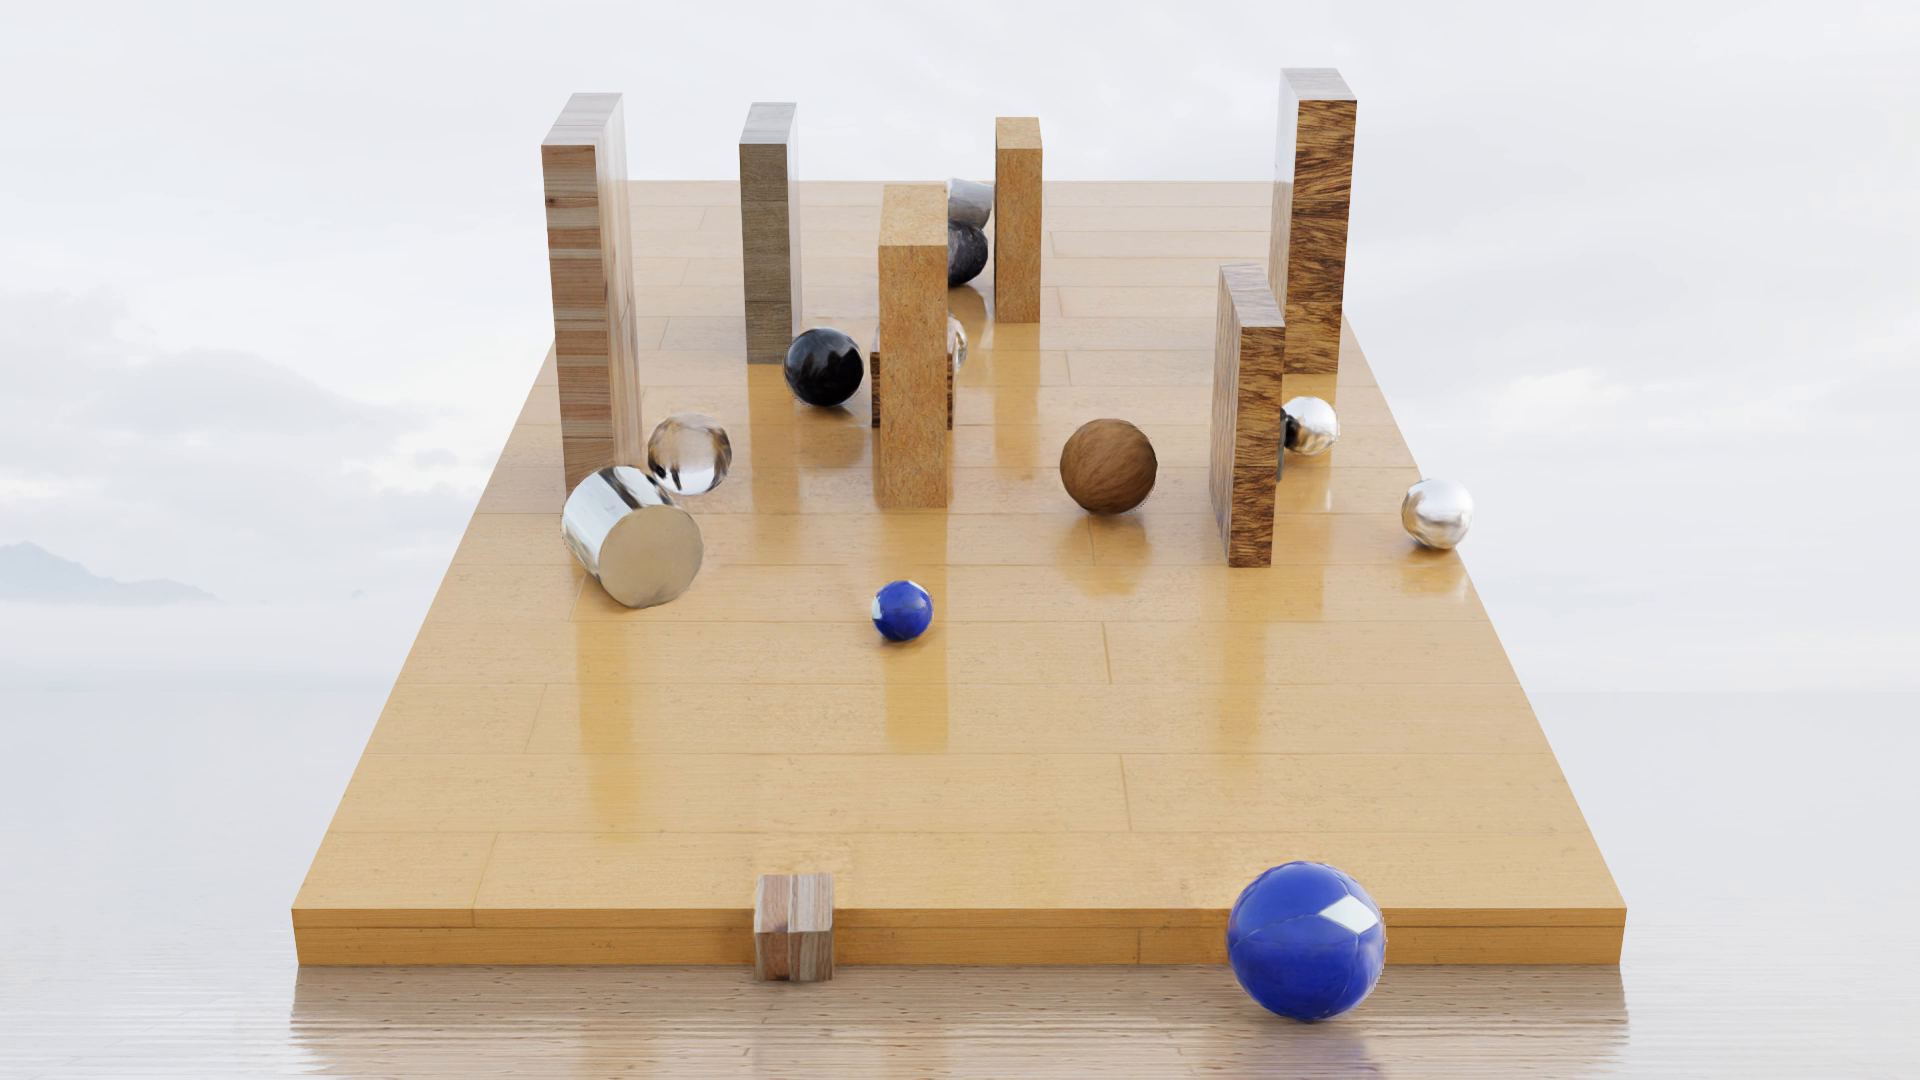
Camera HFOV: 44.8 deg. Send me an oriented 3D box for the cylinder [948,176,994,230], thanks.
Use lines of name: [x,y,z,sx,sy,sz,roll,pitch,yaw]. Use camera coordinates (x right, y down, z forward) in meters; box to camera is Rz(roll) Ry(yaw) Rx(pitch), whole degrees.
cylinder: [0.018,-0.880,6.086,0.114,0.114,0.114,12,-6,-10]

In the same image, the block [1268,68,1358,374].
block: [0.838,-0.768,5.600,0.134,0.664,0.326,0,24,0]

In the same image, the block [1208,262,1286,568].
block: [0.570,-0.255,4.666,0.083,0.500,0.398,0,24,0]

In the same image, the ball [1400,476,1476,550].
ball: [0.954,-0.055,4.654,0.147,0.147,0.147,0,-4,0]

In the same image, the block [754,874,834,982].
block: [-0.236,0.554,3.334,0.107,0.107,0.107,0,40,-1]

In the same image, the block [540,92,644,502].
block: [-0.751,-0.482,4.808,0.103,0.790,0.423,0,24,0]

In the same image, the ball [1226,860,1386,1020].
ball: [0.437,0.506,2.949,0.199,0.199,0.199,0,-4,0]

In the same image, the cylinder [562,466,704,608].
cylinder: [-0.627,-0.007,4.465,0.209,0.209,0.209,2,21,-30]

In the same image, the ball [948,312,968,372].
ball: [-0.070,-0.455,5.461,0.178,0.178,0.178,0,-4,0]

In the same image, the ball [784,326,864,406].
ball: [-0.312,-0.398,5.360,0.184,0.184,0.184,0,-4,0]

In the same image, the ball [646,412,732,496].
ball: [-0.567,-0.180,4.886,0.177,0.177,0.177,0,-4,0]

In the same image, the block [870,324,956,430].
block: [-0.103,-0.371,5.302,0.182,0.182,0.182,1,24,3]

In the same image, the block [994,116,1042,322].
block: [0.147,-0.822,5.974,0.111,0.452,0.314,0,24,0]

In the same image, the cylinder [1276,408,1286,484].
cylinder: [0.622,-0.205,4.986,0.144,0.144,0.144,1,25,0]

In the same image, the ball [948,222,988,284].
ball: [-0.016,-0.769,6.179,0.185,0.185,0.185,0,-4,0]

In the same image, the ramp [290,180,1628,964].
ramp: [-0.008,-0.229,5.331,2.000,0.100,4.000,0,24,0]

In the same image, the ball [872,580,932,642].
ball: [-0.106,0.130,4.282,0.113,0.113,0.113,0,-4,0]

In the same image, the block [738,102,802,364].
block: [-0.459,-0.755,5.708,0.112,0.545,0.396,0,24,0]

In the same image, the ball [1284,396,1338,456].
ball: [0.750,-0.246,5.042,0.131,0.131,0.131,0,-4,0]

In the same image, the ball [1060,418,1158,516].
ball: [0.306,-0.151,4.799,0.200,0.200,0.200,0,-4,0]

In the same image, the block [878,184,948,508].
block: [-0.095,-0.416,4.935,0.136,0.567,0.441,0,24,0]
